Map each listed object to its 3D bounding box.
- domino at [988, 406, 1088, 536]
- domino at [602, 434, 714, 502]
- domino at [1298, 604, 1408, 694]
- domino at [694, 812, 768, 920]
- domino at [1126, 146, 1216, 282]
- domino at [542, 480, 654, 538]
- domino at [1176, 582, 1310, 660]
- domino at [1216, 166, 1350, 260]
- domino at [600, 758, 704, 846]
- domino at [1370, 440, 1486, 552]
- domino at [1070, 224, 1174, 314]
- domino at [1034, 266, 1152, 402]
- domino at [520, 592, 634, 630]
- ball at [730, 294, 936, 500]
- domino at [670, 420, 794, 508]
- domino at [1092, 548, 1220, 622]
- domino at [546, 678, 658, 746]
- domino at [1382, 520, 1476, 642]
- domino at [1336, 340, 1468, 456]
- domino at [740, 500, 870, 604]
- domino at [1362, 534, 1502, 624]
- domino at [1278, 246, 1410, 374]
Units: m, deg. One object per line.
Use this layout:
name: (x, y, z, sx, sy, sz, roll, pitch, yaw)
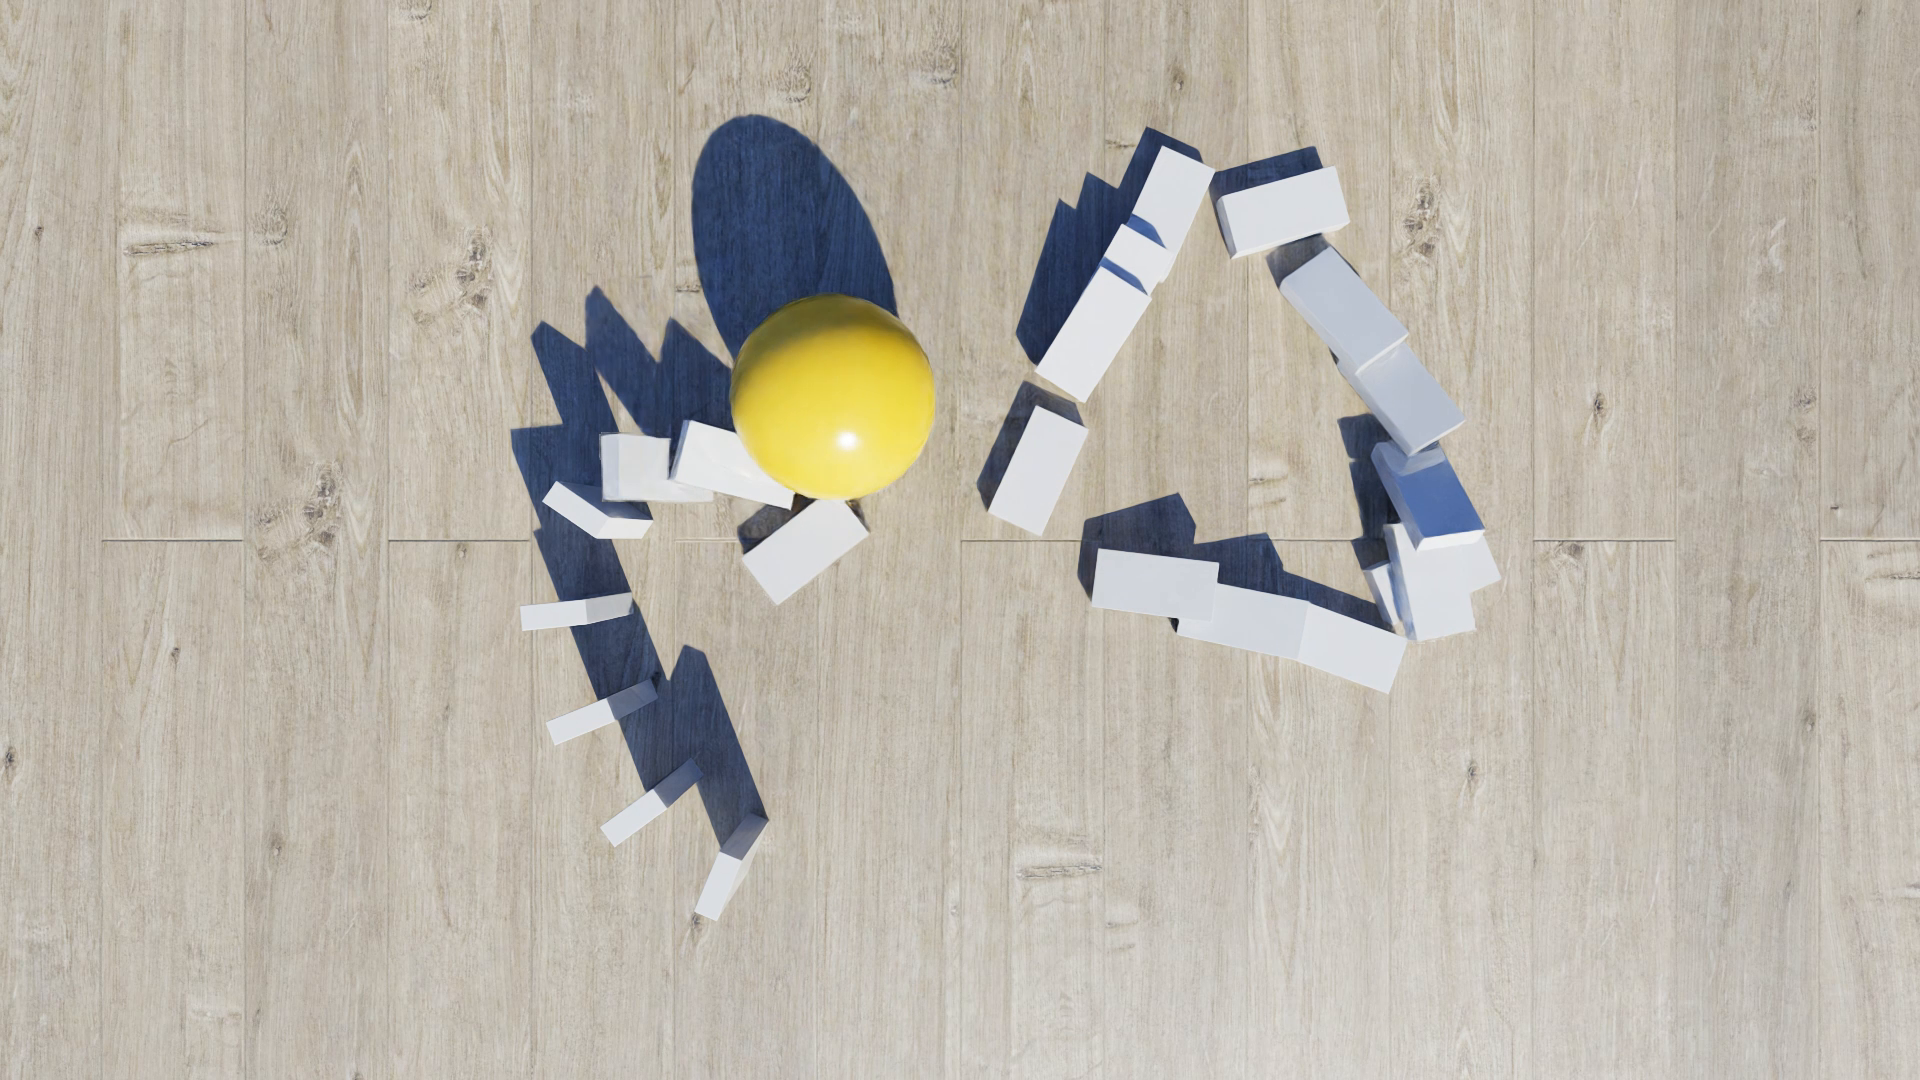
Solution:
domino: (0.033, -0.030, 0.395, 0.025, 0.010, 0.050, 24, 90, 0)
domino: (-0.123, -0.029, 0.376, 0.009, 0.050, 0.025, -2, 90, 29)
domino: (0.163, 0.045, 0.395, 0.050, 0.009, 0.025, 20, 90, 0)
domino: (-0.093, 0.132, 0.375, 0.009, 0.050, 0.025, 23, 90, 0)
domino: (0.087, -0.140, 0.395, 0.025, 0.009, 0.050, 24, 90, 0)
domino: (-0.147, -0.012, 0.375, 0.025, 0.050, 0.010, 35, 90, 0)
domino: (0.120, 0.033, 0.390, 0.050, 0.009, 0.025, 11, 90, 13)
domino: (0.139, -0.141, 0.395, 0.050, 0.010, 0.025, -15, 90, 0)
domino: (-0.125, 0.106, 0.375, 0.025, 0.050, 0.009, -36, 90, 0)
domino: (0.194, -0.020, 0.382, 0.025, 0.009, 0.050, -8, 56, 0)
domino: (0.066, -0.105, 0.389, 0.025, 0.009, 0.050, 30, 104, 0)
domino: (0.056, -0.086, 0.385, 0.025, 0.010, 0.050, 32, 104, -1)
domino: (-0.155, 0.029, 0.375, 0.025, 0.050, 0.009, -6, 90, 0)
ball: (-0.049, -0.055, 0.360, 0.080, 0.080, 0.080, 0, 90, 0)
domino: (-0.093, -0.031, 0.383, 0.050, 0.009, 0.025, 14, 90, -32)
domino: (0.083, 0.019, 0.389, 0.050, 0.009, 0.025, 7, 89, 14)
domino: (-0.145, 0.069, 0.375, 0.025, 0.050, 0.010, -22, 90, 0)
domino: (0.197, 0.015, 0.386, 0.025, 0.010, 0.050, -12, 90, 0)
domino: (0.187, -0.063, 0.389, 0.025, 0.009, 0.050, -31, 74, 0)
domino: (-0.066, 0.003, 0.395, 0.050, 0.009, 0.025, -38, 90, 0)
domino: (0.203, 0.015, 0.395, 0.050, 0.010, 0.025, -23, 90, 0)
domino: (0.163, -0.098, 0.390, 0.025, 0.010, 0.050, -35, 76, 0)
